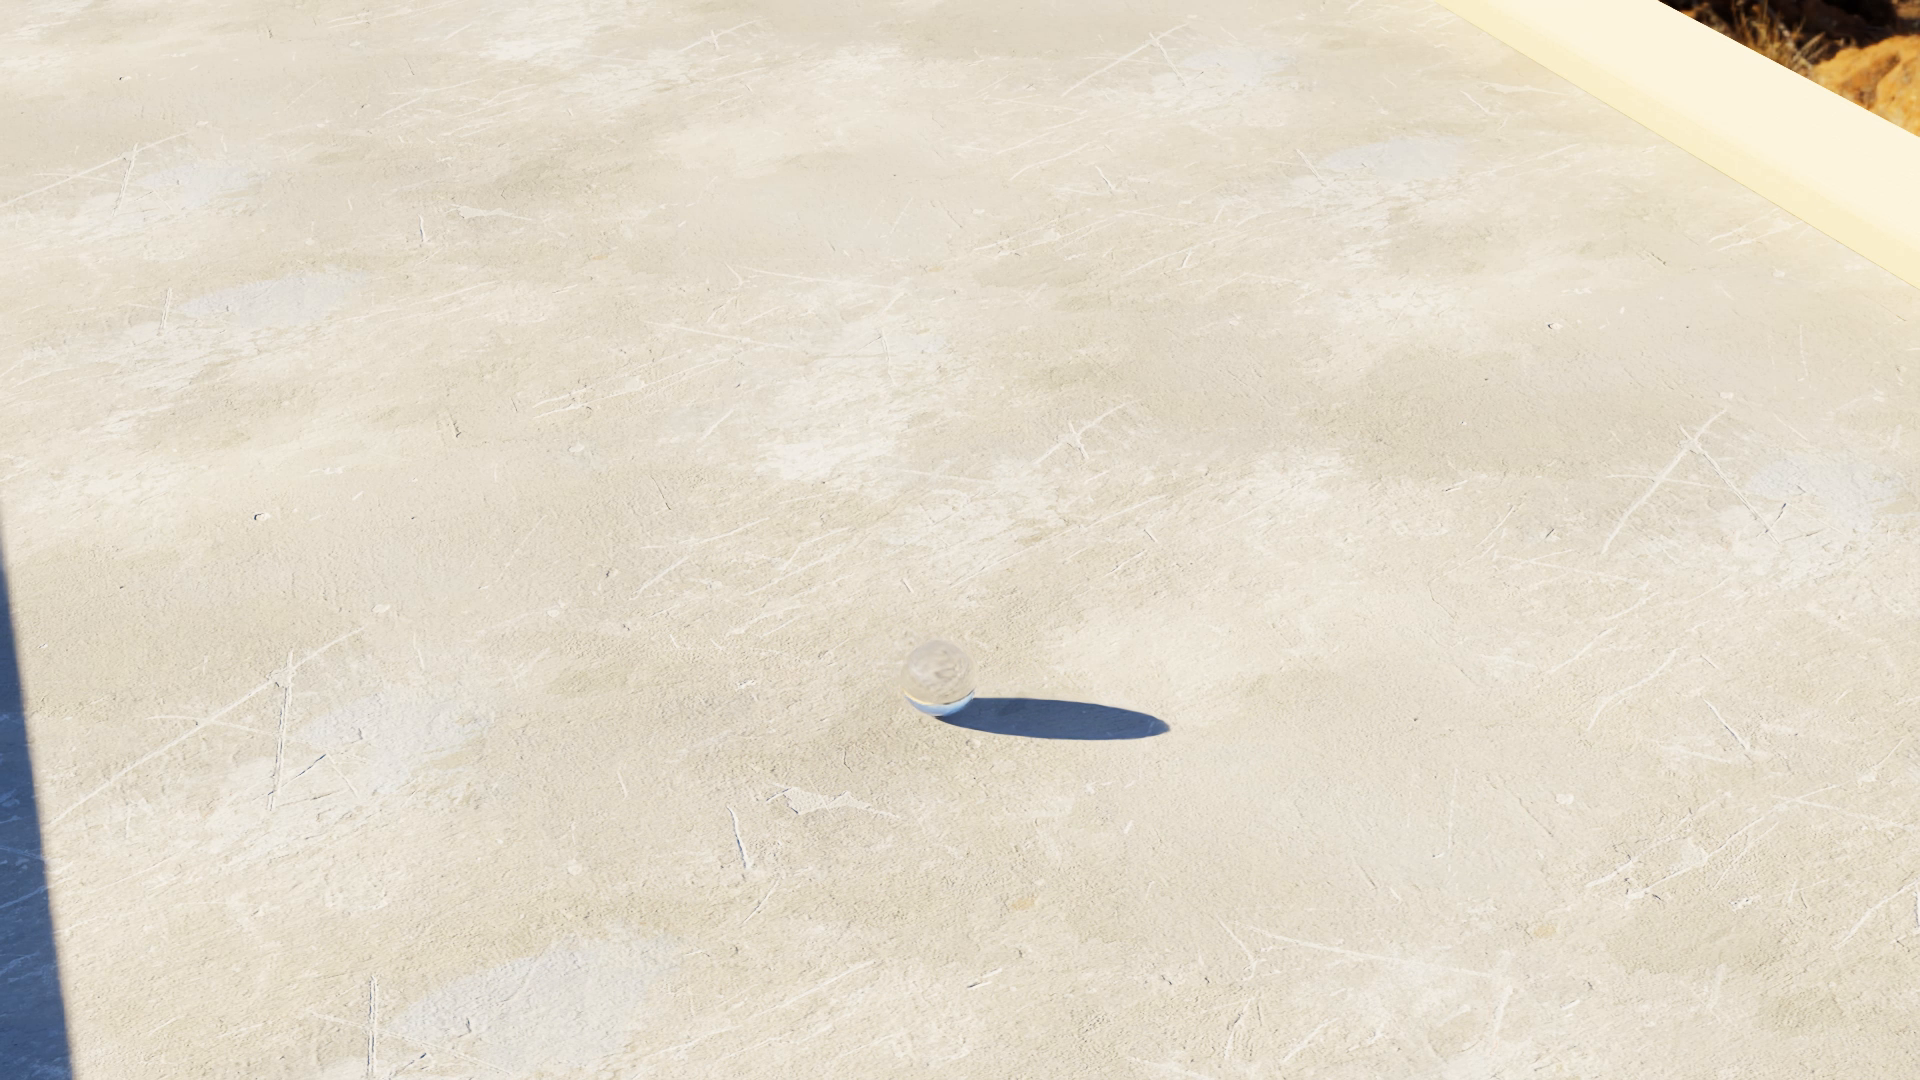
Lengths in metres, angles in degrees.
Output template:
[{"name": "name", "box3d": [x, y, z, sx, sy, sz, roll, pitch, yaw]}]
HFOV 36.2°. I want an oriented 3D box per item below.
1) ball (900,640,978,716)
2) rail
[{"name": "ball", "box3d": [-0.013, 0.083, 1.767, 0.047, 0.047, 0.047, 0, 27, 0]}, {"name": "rail", "box3d": [0.540, -0.530, 2.879, 0.045, 0.117, 3.468, -9, 29, -17]}]
